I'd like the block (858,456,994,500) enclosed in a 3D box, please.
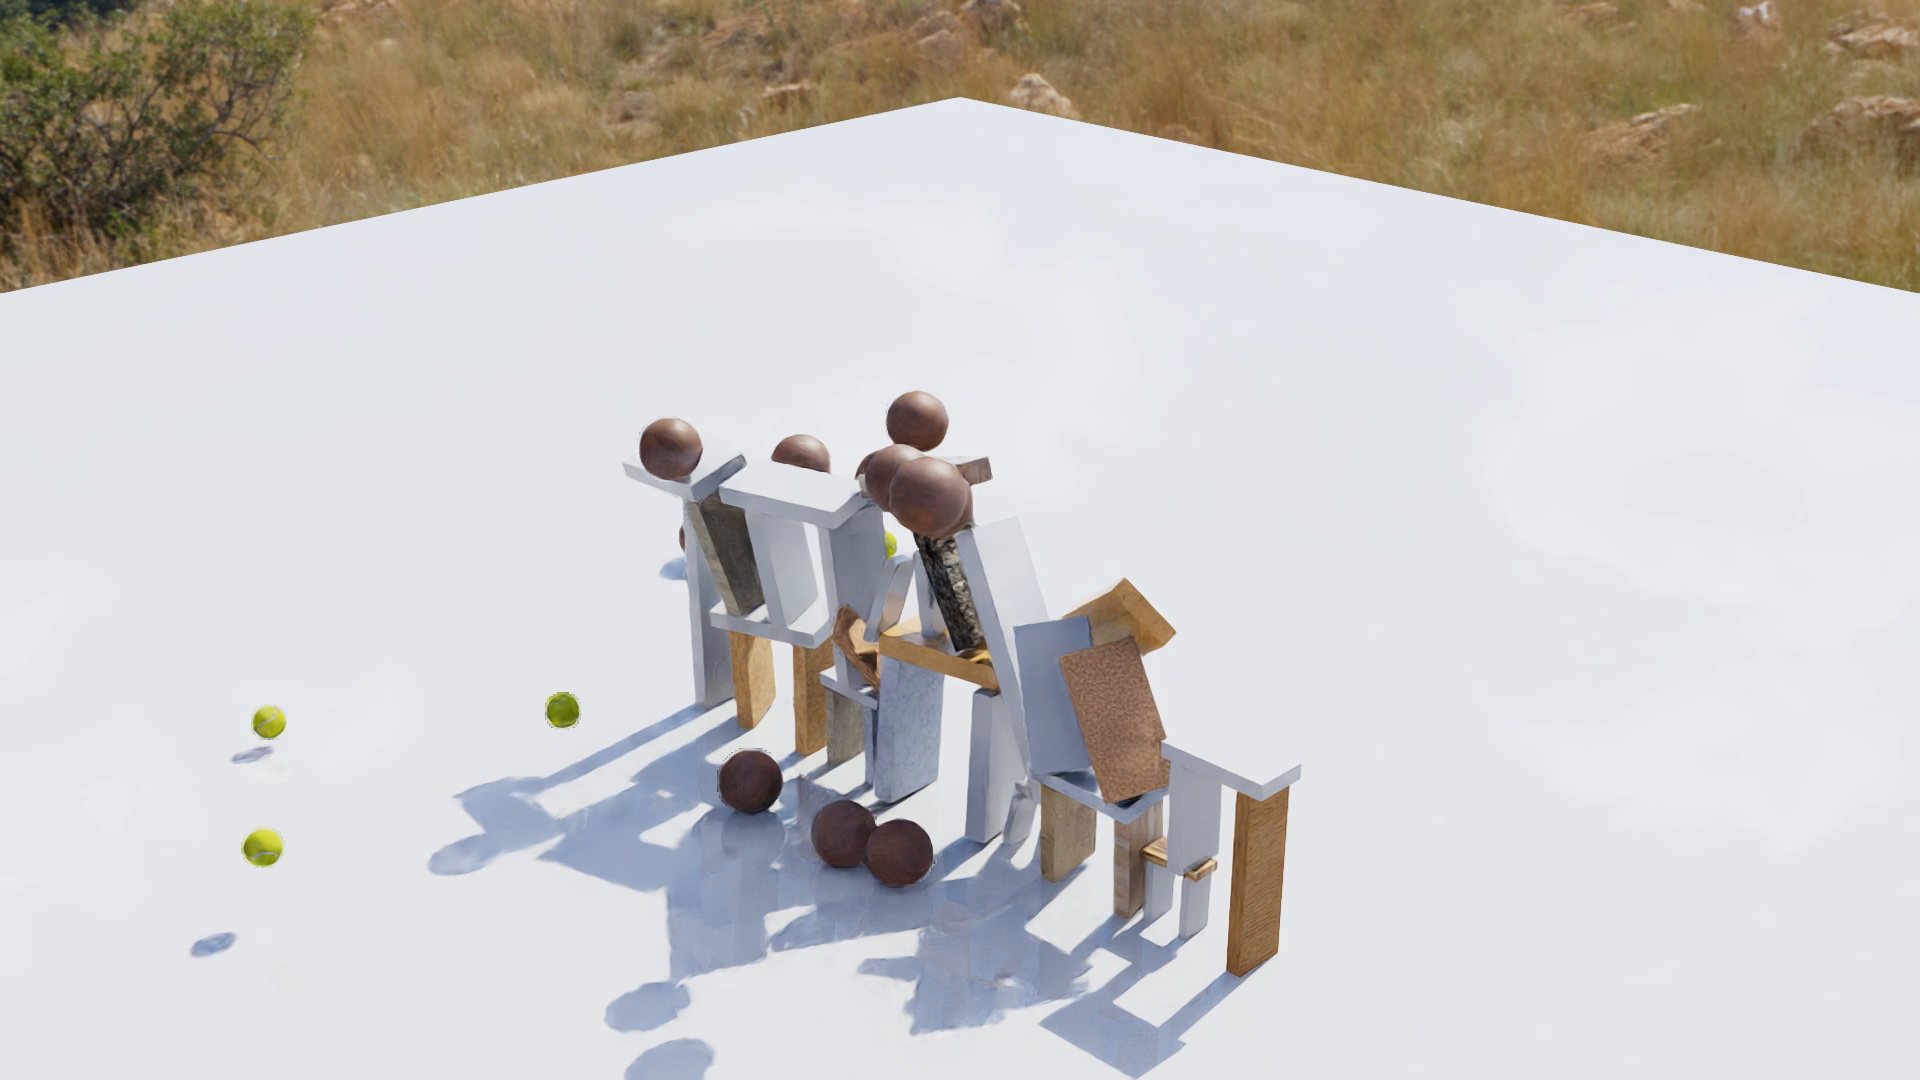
[{"bbox_3d":[-0.071,-0.122,4.285,0.159,0.045,0.319,-15,7,-20],"label":"block"}]

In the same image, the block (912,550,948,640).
[{"bbox_3d":[-0.054,0.100,4.372,0.025,0.177,0.089,0,15,26],"label":"block"}]

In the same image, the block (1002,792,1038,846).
[{"bbox_3d":[0.120,0.543,4.326,0.060,0.121,0.017,-18,44,-36],"label":"block"}]

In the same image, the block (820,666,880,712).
[{"bbox_3d":[-0.198,0.300,4.560,0.090,0.025,0.179,-22,31,-40],"label":"block"}]

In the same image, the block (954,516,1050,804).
[{"bbox_3d":[0.128,0.227,4.234,0.045,0.536,0.159,-18,-2,37],"label":"block"}]

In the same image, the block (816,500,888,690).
[{"bbox_3d":[-0.205,0.113,4.493,0.137,0.367,0.039,-21,24,-36],"label":"block"}]

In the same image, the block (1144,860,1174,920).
[{"bbox_3d":[0.371,0.640,4.091,0.063,0.127,0.018,-21,32,-41],"label":"block"}]

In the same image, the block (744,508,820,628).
[{"bbox_3d":[-0.368,0.028,4.564,0.039,0.274,0.137,5,31,28],"label":"block"}]

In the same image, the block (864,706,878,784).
[{"bbox_3d":[-0.157,0.411,4.562,0.025,0.179,0.090,21,32,40],"label":"block"}]

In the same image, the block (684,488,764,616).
[{"bbox_3d":[-0.471,0.004,4.595,0.040,0.279,0.140,8,39,38],"label":"block"}]

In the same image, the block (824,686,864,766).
[{"bbox_3d":[-0.241,0.377,4.641,0.025,0.179,0.090,21,31,40],"label":"block"}]

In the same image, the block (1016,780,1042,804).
[{"bbox_3d":[0.170,0.493,4.260,0.060,0.017,0.121,-10,23,-41],"label":"block"}]

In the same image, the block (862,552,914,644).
[{"bbox_3d":[-0.139,0.117,4.396,0.025,0.177,0.089,24,19,23],"label":"block"}]

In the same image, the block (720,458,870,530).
[{"bbox_3d":[-0.334,-0.096,4.453,0.274,0.039,0.137,13,33,27],"label":"block"}]

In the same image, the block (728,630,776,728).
[{"bbox_3d":[-0.451,0.265,4.784,0.037,0.260,0.130,7,31,16],"label":"block"}]

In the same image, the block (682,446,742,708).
[{"bbox_3d":[-0.530,0.084,4.824,0.139,0.576,0.040,-22,31,-40],"label":"block"}]

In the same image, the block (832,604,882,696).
[{"bbox_3d":[-0.193,0.223,4.445,0.025,0.177,0.089,-21,34,26],"label":"block"}]

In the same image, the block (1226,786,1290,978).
[{"bbox_3d":[0.528,0.591,3.896,0.032,0.368,0.112,22,31,41],"label":"block"}]

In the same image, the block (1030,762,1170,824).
[{"bbox_3d":[0.256,0.439,4.054,0.119,0.034,0.238,-31,37,-35],"label":"block"}]

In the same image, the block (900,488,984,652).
[{"bbox_3d":[-0.005,0.046,4.343,0.045,0.319,0.159,-19,3,33],"label":"block"}]

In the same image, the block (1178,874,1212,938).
[{"bbox_3d":[0.431,0.663,4.035,0.063,0.127,0.018,-21,33,-41],"label":"block"}]

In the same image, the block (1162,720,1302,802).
[{"bbox_3d":[0.476,0.387,3.865,0.223,0.032,0.112,22,31,40],"label":"block"}]

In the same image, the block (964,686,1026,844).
[{"bbox_3d":[0.076,0.425,4.346,0.044,0.311,0.156,14,22,28],"label":"block"}]

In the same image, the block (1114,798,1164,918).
[{"bbox_3d":[0.331,0.574,4.079,0.034,0.238,0.119,20,39,30],"label":"block"}]

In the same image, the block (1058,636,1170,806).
[{"bbox_3d":[0.288,0.325,3.968,0.138,0.276,0.039,-15,-9,-17],"label":"block"}]

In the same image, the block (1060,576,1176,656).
[{"bbox_3d":[0.291,0.157,4.066,0.039,0.138,0.276,-44,3,-20],"label":"block"}]

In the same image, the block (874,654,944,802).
[{"bbox_3d":[-0.101,0.364,4.486,0.044,0.311,0.156,17,23,34],"label":"block"}]

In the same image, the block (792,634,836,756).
[{"bbox_3d":[-0.297,0.316,4.680,0.037,0.260,0.130,18,30,34],"label":"block"}]

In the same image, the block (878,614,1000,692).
[{"bbox_3d":[0.010,0.223,4.370,0.311,0.044,0.156,15,22,31],"label":"block"}]

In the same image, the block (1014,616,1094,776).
[{"bbox_3d":[0.187,0.287,4.051,0.138,0.276,0.039,-9,-10,9],"label":"block"}]

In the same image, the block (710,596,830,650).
[{"bbox_3d":[-0.385,0.159,4.655,0.260,0.037,0.130,11,33,27],"label":"block"}]

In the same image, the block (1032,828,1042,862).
[{"bbox_3d":[0.180,0.567,4.271,0.060,0.121,0.017,-21,47,-40],"label":"block"}]

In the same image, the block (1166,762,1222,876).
[{"bbox_3d":[0.424,0.484,3.963,0.032,0.223,0.112,20,30,40],"label":"block"}]

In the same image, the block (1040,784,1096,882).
[{"bbox_3d":[0.208,0.529,4.183,0.119,0.238,0.034,-31,46,-34],"label":"block"}]

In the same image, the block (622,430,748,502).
[{"bbox_3d":[-0.578,-0.157,4.607,0.139,0.040,0.279,-35,32,-27],"label":"block"}]

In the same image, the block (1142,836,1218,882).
[{"bbox_3d":[0.402,0.585,4.032,0.127,0.018,0.063,21,31,40],"label":"block"}]
